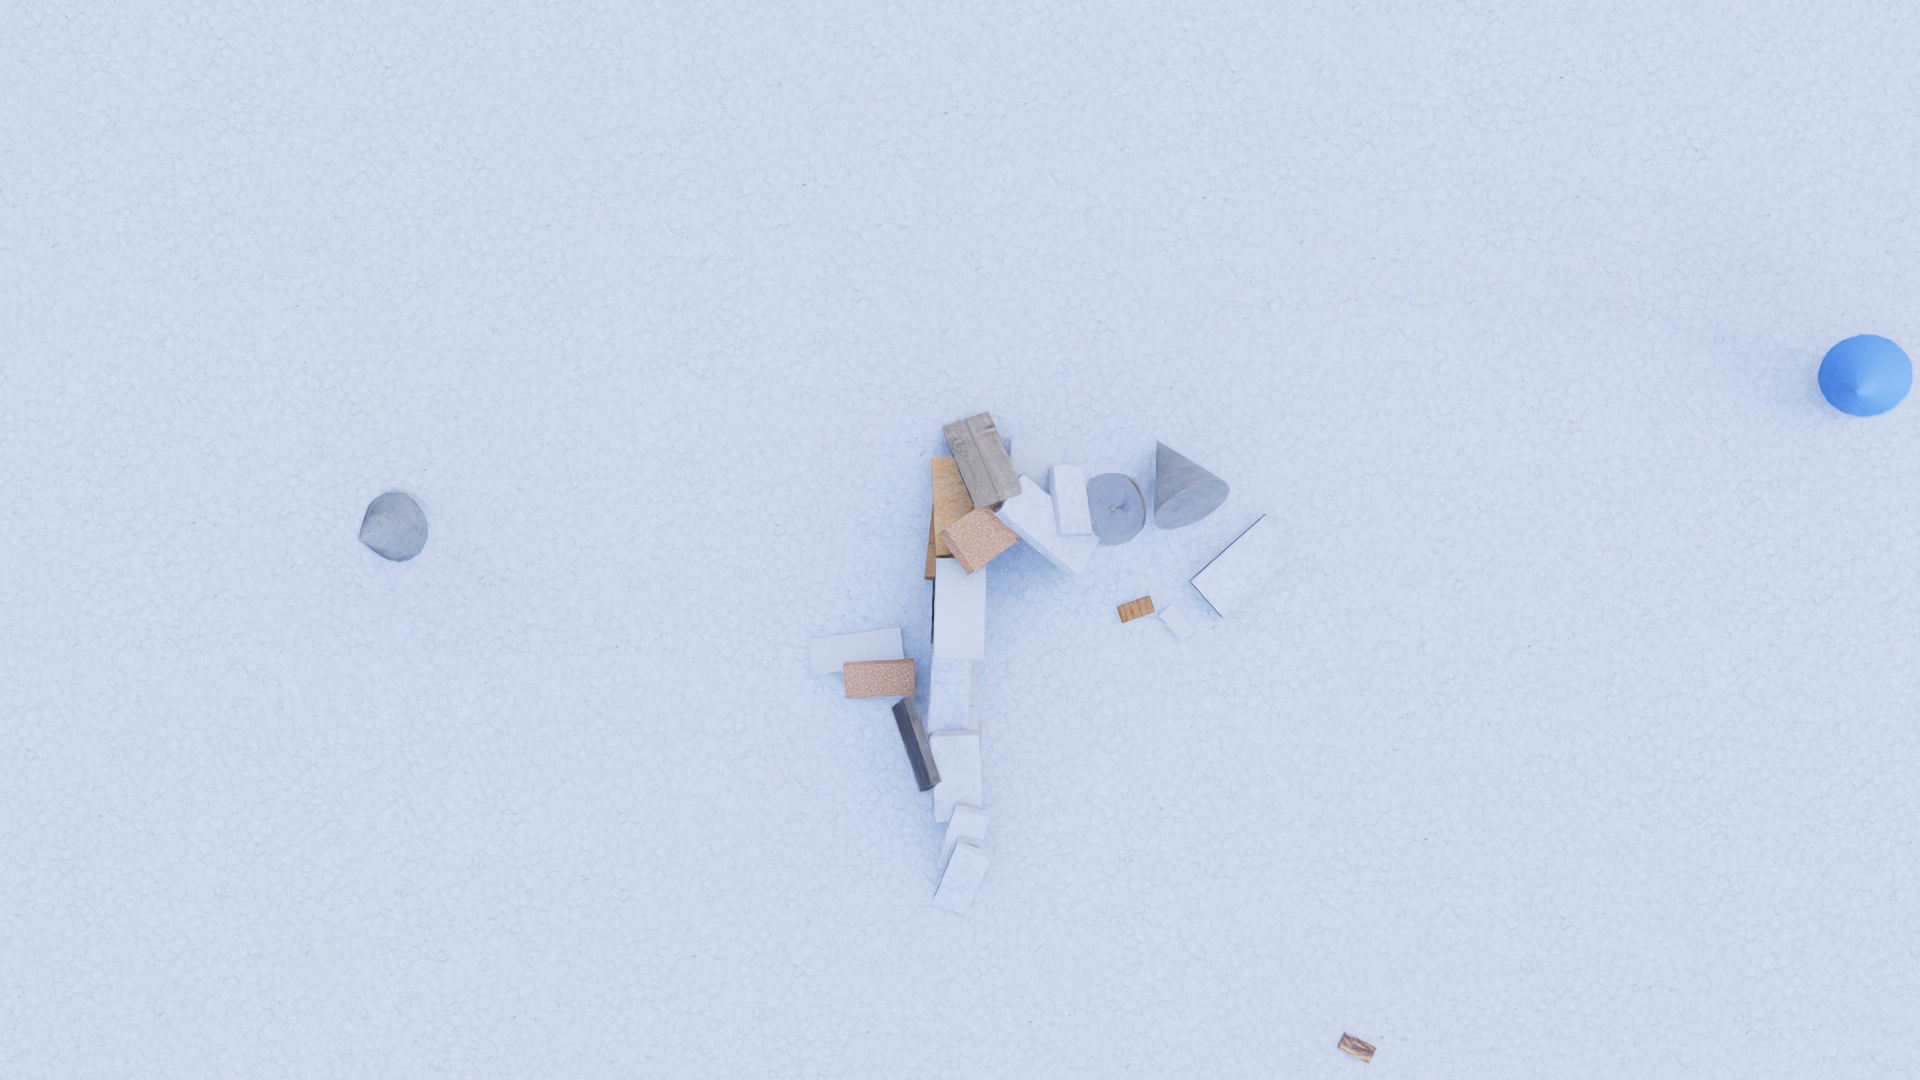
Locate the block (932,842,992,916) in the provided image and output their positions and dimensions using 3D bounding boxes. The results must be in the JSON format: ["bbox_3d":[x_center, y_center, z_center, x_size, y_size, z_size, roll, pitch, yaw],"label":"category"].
[{"bbox_3d":[0.006,1.116,5.439,0.119,0.034,0.239,21,113,0],"label":"block"}]

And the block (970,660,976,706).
[{"bbox_3d":[-0.012,0.416,5.433,0.129,0.037,0.258,1,78,0],"label":"block"}]

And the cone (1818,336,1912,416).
[{"bbox_3d":[2.901,-0.502,5.309,0.272,0.272,0.272,12,112,30],"label":"cone"}]

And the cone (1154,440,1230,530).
[{"bbox_3d":[0.705,-0.224,5.439,0.272,0.272,0.272,-24,63,0],"label":"cone"}]

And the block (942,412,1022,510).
[{"bbox_3d":[0.071,-0.262,5.383,0.164,0.047,0.329,-19,56,-5],"label":"block"}]

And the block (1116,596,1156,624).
[{"bbox_3d":[0.586,0.231,5.492,0.116,0.016,0.058,-19,90,0],"label":"block"}]

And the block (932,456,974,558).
[{"bbox_3d":[-0.003,-0.107,5.408,0.168,0.048,0.336,-2,73,-3],"label":"block"}]

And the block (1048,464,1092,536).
[{"bbox_3d":[0.361,-0.129,5.413,0.117,0.033,0.235,2,73,-29],"label":"block"}]

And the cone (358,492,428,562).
[{"bbox_3d":[-1.894,-0.023,5.356,0.234,0.234,0.234,2,100,11],"label":"cone"}]

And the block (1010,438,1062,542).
[{"bbox_3d":[0.240,-0.163,5.476,0.168,0.048,0.336,5,90,0],"label":"block"}]

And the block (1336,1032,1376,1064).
[{"bbox_3d":[1.322,1.690,5.492,0.116,0.016,0.058,27,90,0],"label":"block"}]

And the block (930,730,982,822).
[{"bbox_3d":[-0.010,0.770,5.386,0.154,0.044,0.309,-3,109,2],"label":"block"}]

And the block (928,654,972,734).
[{"bbox_3d":[-0.033,0.506,5.364,0.129,0.037,0.258,4,97,-1],"label":"block"}]

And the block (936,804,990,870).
[{"bbox_3d":[0.010,0.987,5.428,0.119,0.034,0.239,13,115,-6],"label":"block"}]

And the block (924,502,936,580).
[{"bbox_3d":[-0.020,-0.022,5.429,0.161,0.046,0.322,6,72,0],"label":"block"}]

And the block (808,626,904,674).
[{"bbox_3d":[-0.344,0.368,5.483,0.308,0.033,0.117,-8,90,0],"label":"block"}]

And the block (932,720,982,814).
[{"bbox_3d":[-0.011,0.752,5.478,0.154,0.044,0.309,3,90,0],"label":"block"}]

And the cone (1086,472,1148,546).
[{"bbox_3d":[0.507,-0.104,5.378,0.243,0.243,0.243,0,90,0],"label":"cone"}]

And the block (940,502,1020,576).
[{"bbox_3d":[0.101,-0.038,5.341,0.328,0.047,0.164,-35,90,-34],"label":"block"}]

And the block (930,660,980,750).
[{"bbox_3d":[-0.016,0.545,5.445,0.154,0.044,0.309,3,78,0],"label":"block"}]

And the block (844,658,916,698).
[{"bbox_3d":[-0.266,0.459,5.463,0.235,0.033,0.117,-3,108,-1],"label":"block"}]

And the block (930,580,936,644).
[{"bbox_3d":[-0.010,0.179,5.415,0.161,0.046,0.322,2,72,0],"label":"block"}]

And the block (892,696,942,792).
[{"bbox_3d":[-0.142,0.667,5.386,0.034,0.119,0.296,-13,74,-25],"label":"block"}]

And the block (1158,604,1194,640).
[{"bbox_3d":[0.720,0.275,5.492,0.058,0.016,0.116,-42,90,0],"label":"block"}]

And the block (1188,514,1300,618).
[{"bbox_3d":[0.944,0.088,5.476,0.336,0.048,0.168,-42,90,0],"label":"block"}]

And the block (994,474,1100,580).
[{"bbox_3d":[0.286,-0.044,5.390,0.344,0.047,0.164,39,59,-13],"label":"block"}]

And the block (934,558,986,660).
[{"bbox_3d":[0.000,0.223,5.325,0.161,0.046,0.322,1,83,-1],"label":"block"}]
